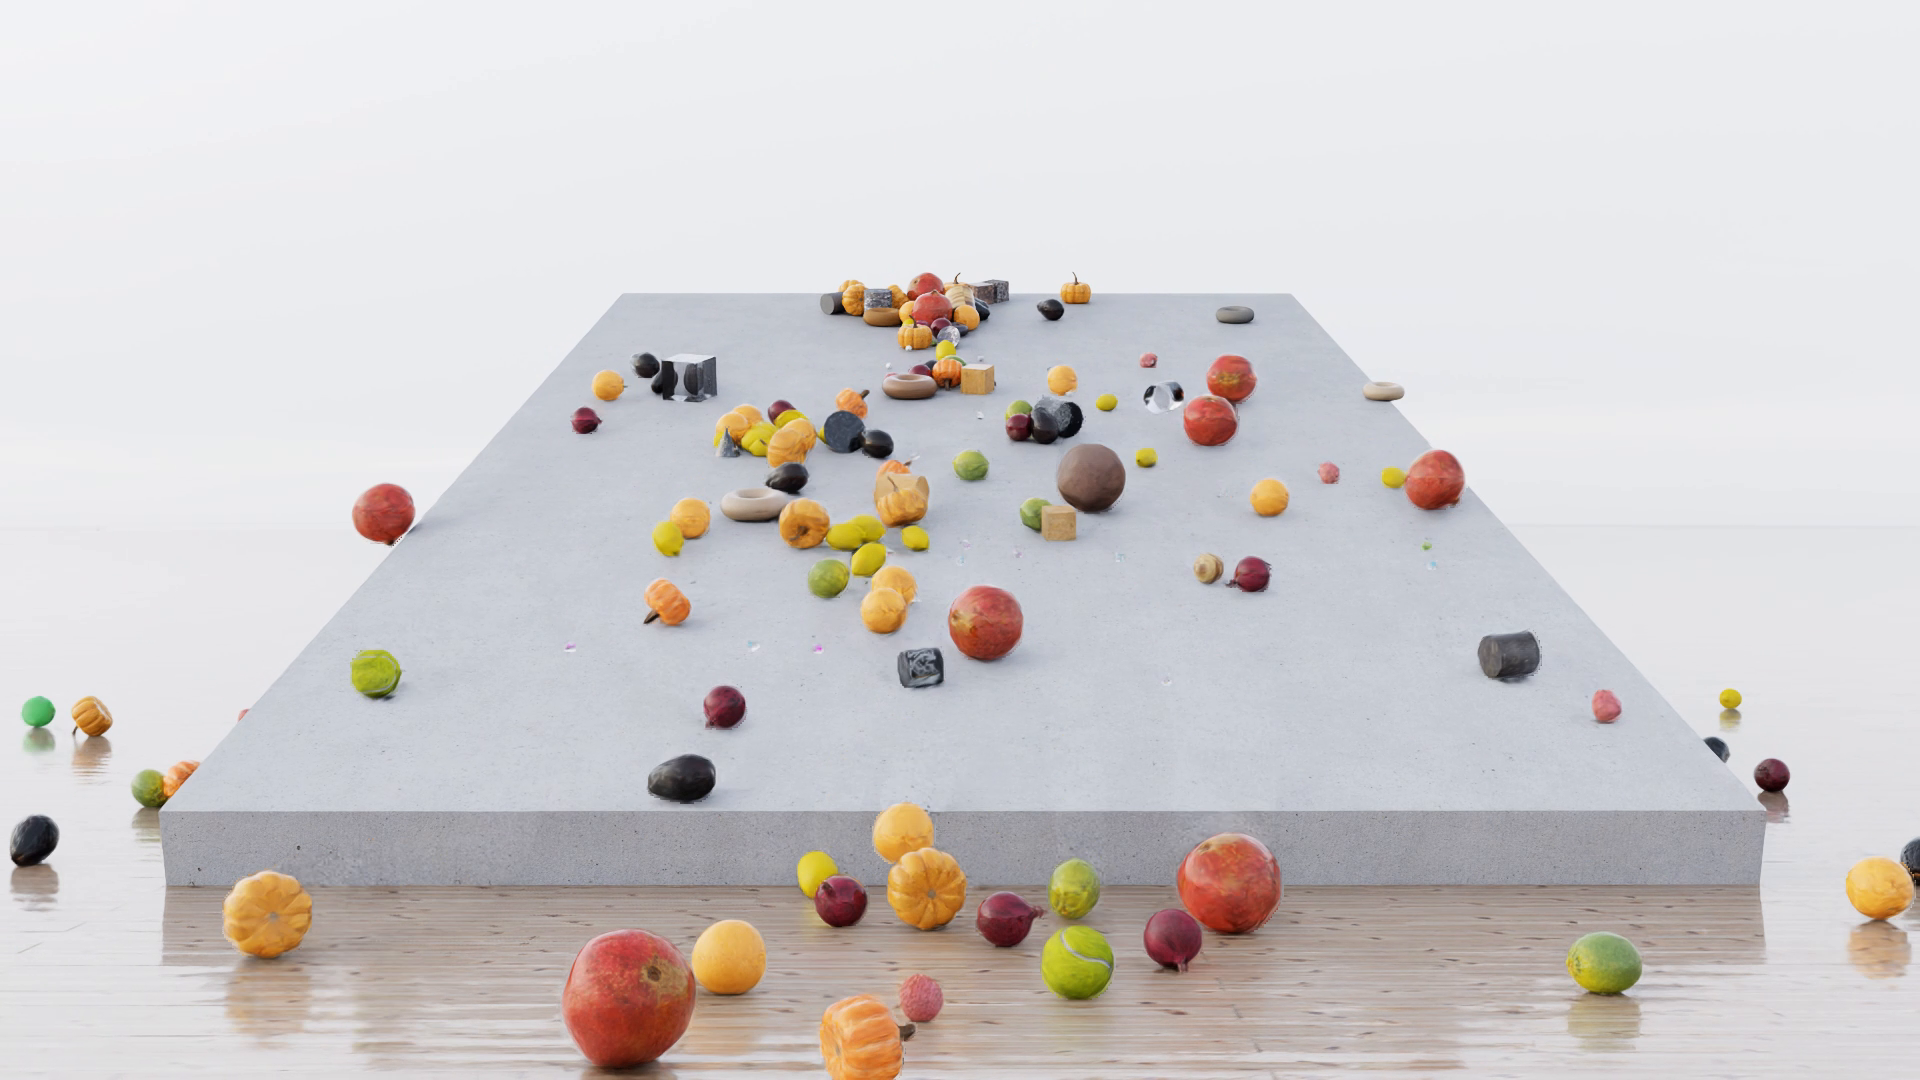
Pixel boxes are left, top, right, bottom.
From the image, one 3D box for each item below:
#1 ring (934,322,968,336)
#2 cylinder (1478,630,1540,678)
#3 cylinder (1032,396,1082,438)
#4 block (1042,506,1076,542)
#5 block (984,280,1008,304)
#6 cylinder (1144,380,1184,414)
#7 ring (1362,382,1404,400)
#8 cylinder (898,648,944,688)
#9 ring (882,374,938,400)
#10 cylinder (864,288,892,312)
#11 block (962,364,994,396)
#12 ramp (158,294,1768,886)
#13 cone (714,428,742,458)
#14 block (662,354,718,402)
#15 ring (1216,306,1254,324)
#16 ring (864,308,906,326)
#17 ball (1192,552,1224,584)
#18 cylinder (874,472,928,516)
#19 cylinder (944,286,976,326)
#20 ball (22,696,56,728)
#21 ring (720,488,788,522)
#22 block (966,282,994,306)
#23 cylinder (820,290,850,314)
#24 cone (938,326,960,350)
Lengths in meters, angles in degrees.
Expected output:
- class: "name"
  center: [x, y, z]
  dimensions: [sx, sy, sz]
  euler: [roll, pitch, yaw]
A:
- class: "ring"
  center: [-0.022, -0.564, 5.905]
  dimensions: [0.092, 0.031, 0.092]
  euler: [-1, 16, 0]
- class: "cylinder"
  center: [0.803, 0.167, 3.221]
  dimensions: [0.063, 0.063, 0.063]
  euler: [-6, 2, -18]
- class: "cylinder"
  center: [0.211, -0.266, 4.749]
  dimensions: [0.078, 0.078, 0.078]
  euler: [0, 16, -33]
- class: "block"
  center: [0.177, -0.030, 3.953]
  dimensions: [0.052, 0.052, 0.052]
  euler: [-3, 16, -10]
- class: "block"
  center: [0.103, -0.729, 6.445]
  dimensions: [0.058, 0.058, 0.058]
  euler: [12, 19, 36]
- class: "cylinder"
  center: [0.462, -0.324, 4.982]
  dimensions: [0.066, 0.066, 0.066]
  euler: [0, 13, 36]
- class: "ring"
  center: [0.987, -0.347, 5.128]
  dimensions: [0.098, 0.033, 0.098]
  euler: [1, 15, 0]
- class: "cylinder"
  center: [-0.056, 0.184, 3.183]
  dimensions: [0.053, 0.053, 0.053]
  euler: [-6, 2, -20]
- class: "ring"
  center: [-0.117, -0.359, 5.147]
  dimensions: [0.131, 0.044, 0.131]
  euler: [1, 15, 0]
- class: "cylinder"
  center: [-0.230, -0.659, 6.157]
  dimensions: [0.078, 0.078, 0.078]
  euler: [0, 16, 0]
- class: "block"
  center: [0.042, -0.379, 5.186]
  dimensions: [0.060, 0.060, 0.060]
  euler: [6, 17, 21]
- class: "ramp"
  center: [-0.002, -0.153, 4.675]
  dimensions: [2.000, 0.100, 4.000]
  euler: [0, 16, 0]
- class: "cone"
  center: [-0.483, -0.204, 4.565]
  dimensions: [0.058, 0.058, 0.058]
  euler: [0, 16, 0]
- class: "block"
  center: [-0.629, -0.377, 5.118]
  dimensions: [0.093, 0.093, 0.093]
  euler: [6, 17, 21]
- class: "ring"
  center: [0.765, -0.626, 6.122]
  dimensions: [0.107, 0.036, 0.107]
  euler: [-1, 17, 0]
- class: "ring"
  center: [-0.209, -0.615, 6.072]
  dimensions: [0.117, 0.039, 0.117]
  euler: [1, 16, 0]
- class: "ball"
  center: [0.415, 0.047, 3.679]
  dimensions: [0.052, 0.052, 0.052]
  euler: [0, 0, 0]
- class: "cylinder"
  center: [-0.108, -0.085, 4.102]
  dimensions: [0.077, 0.077, 0.077]
  euler: [6, 3, 21]
- class: "cylinder"
  center: [0.002, -0.643, 6.039]
  dimensions: [0.079, 0.079, 0.079]
  euler: [-6, -37, -4]
- class: "ball"
  center: [-2.057, 0.383, 4.911]
  dimensions: [0.070, 0.070, 0.070]
  euler: [0, 0, 0]
- class: "ring"
  center: [-0.383, -0.066, 4.099]
  dimensions: [0.128, 0.043, 0.128]
  euler: [-1, 15, 0]
- class: "block"
  center: [0.056, -0.714, 6.392]
  dimensions: [0.058, 0.058, 0.058]
  euler: [-12, 19, -36]
- class: "cylinder"
  center: [-0.355, -0.672, 6.238]
  dimensions: [0.059, 0.059, 0.059]
  euler: [0, 19, 41]
- class: "cone"
  center: [-0.018, -0.519, 5.748]
  dimensions: [0.064, 0.064, 0.064]
  euler: [0, -12, 22]
